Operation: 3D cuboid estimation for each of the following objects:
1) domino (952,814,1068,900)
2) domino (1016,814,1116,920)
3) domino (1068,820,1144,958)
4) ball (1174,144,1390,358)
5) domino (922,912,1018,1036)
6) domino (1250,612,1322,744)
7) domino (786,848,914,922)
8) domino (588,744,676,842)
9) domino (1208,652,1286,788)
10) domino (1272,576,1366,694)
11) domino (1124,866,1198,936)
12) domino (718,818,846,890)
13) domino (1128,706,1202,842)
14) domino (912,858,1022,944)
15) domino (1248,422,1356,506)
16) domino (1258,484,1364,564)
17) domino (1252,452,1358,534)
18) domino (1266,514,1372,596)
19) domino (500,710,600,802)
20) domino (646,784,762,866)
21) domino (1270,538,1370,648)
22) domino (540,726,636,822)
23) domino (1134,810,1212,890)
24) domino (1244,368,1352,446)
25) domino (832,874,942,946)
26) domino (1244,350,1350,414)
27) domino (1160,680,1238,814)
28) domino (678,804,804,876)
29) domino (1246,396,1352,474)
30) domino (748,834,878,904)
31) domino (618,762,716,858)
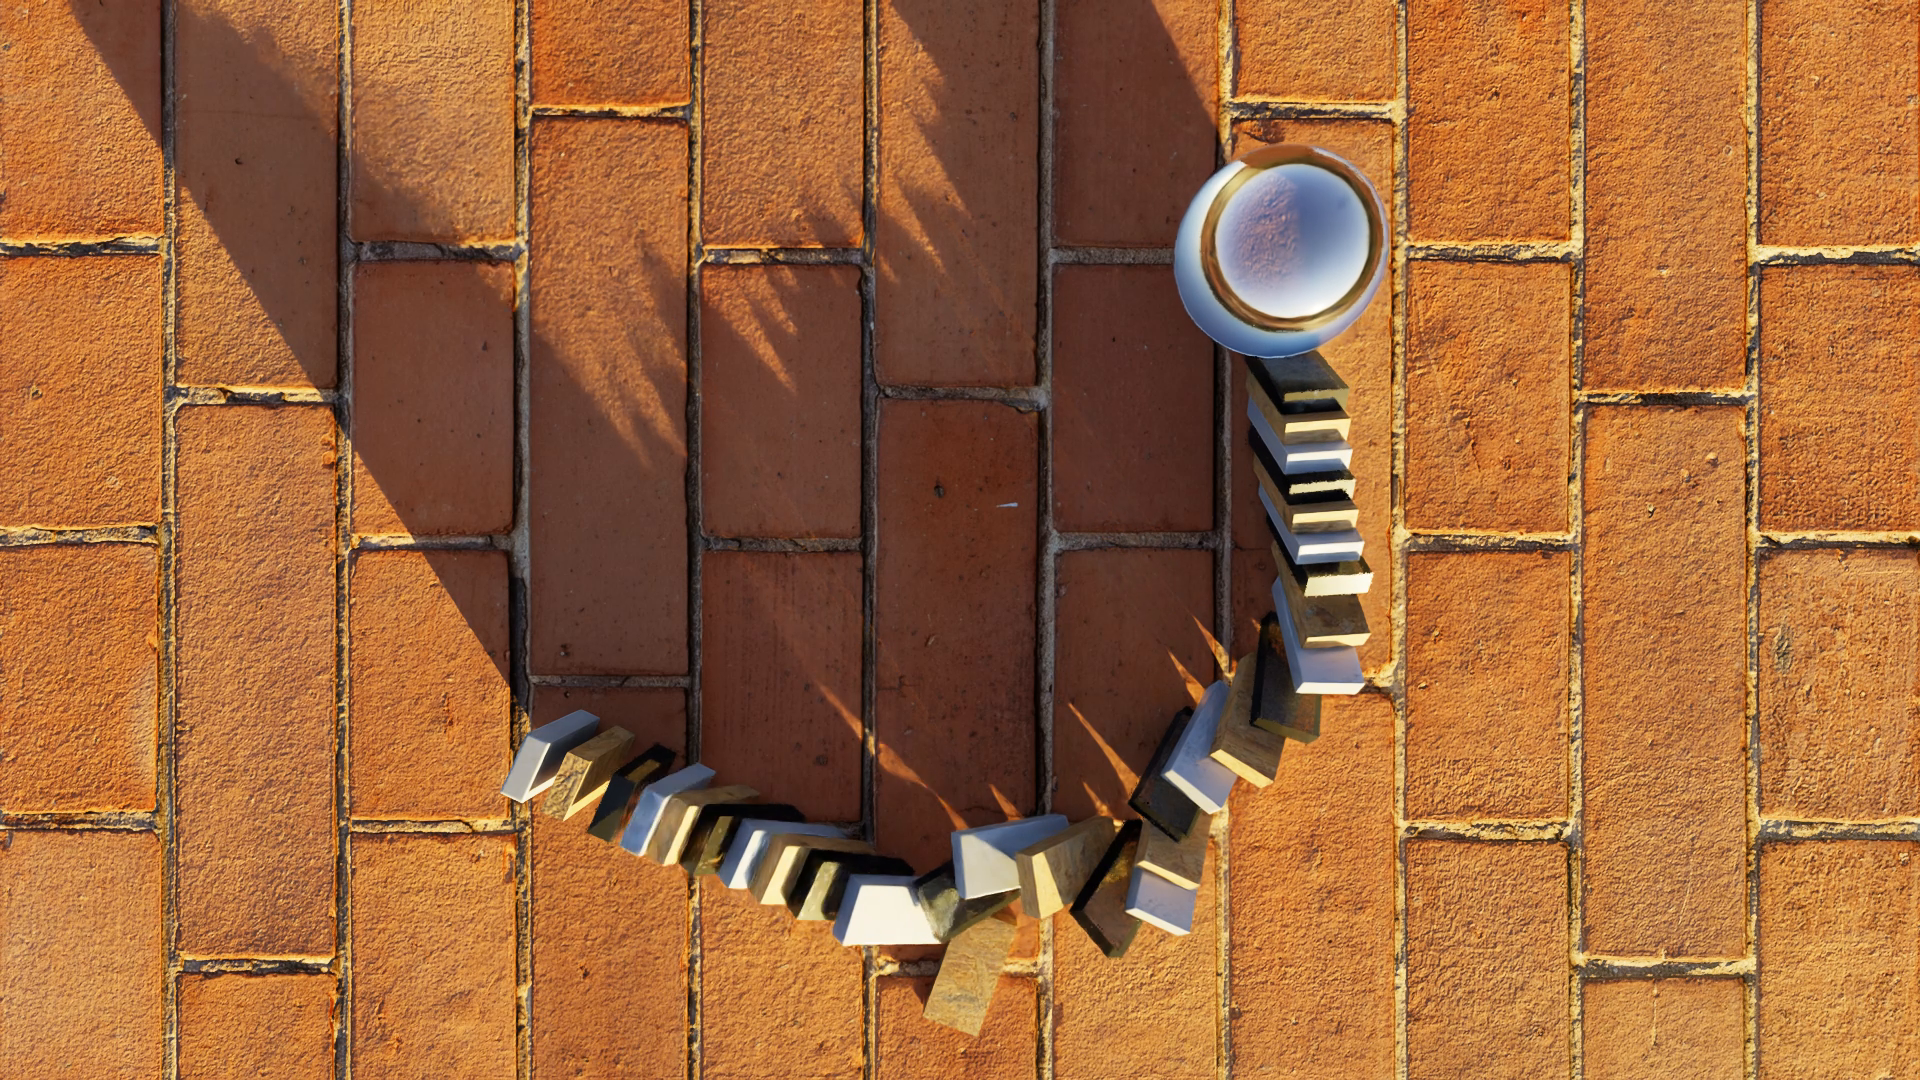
[{"bbox_3d":[0.022,0.132,0.383,0.050,0.009,0.025,-2,82,-24],"label":"domino"},{"bbox_3d":[0.046,0.135,0.380,0.050,0.009,0.025,-8,90,-41],"label":"domino"},{"bbox_3d":[0.068,0.144,0.380,0.025,0.009,0.050,50,52,-4],"label":"domino"},{"bbox_3d":[0.125,-0.112,0.360,0.080,0.080,0.080,0,90,0],"label":"ball"},{"bbox_3d":[0.004,0.184,0.395,0.025,0.009,0.050,20,90,0],"label":"domino"},{"bbox_3d":[0.137,0.057,0.383,0.025,0.010,0.050,18,58,0],"label":"domino"},{"bbox_3d":[-0.044,0.144,0.380,0.050,0.010,0.025,24,90,-41],"label":"domino"},{"bbox_3d":[-0.133,0.102,0.375,0.009,0.050,0.025,24,90,0],"label":"domino"},{"bbox_3d":[0.123,0.074,0.382,0.025,0.009,0.050,31,56,0],"label":"domino"},{"bbox_3d":[0.148,0.039,0.382,0.025,0.010,0.050,1,56,-2],"label":"domino"},{"bbox_3d":[0.087,0.134,0.381,0.025,0.009,0.050,26,56,-5],"label":"domino"},{"bbox_3d":[-0.072,0.131,0.379,0.009,0.050,0.025,24,90,44],"label":"domino"},{"bbox_3d":[0.092,0.097,0.381,0.025,0.009,0.050,37,56,4],"label":"domino"},{"bbox_3d":[0.008,0.144,0.385,0.050,0.010,0.025,-21,90,-26],"label":"domino"},{"bbox_3d":[0.139,-0.033,0.377,0.025,0.050,0.009,-5,126,-1],"label":"domino"},{"bbox_3d":[0.143,-0.010,0.377,0.025,0.050,0.010,-4,127,0],"label":"domino"},{"bbox_3d":[0.141,-0.022,0.377,0.025,0.050,0.010,-4,126,0],"label":"domino"},{"bbox_3d":[0.147,0.002,0.377,0.025,0.050,0.010,-4,128,0],"label":"domino"},{"bbox_3d":[-0.166,0.087,0.375,0.010,0.050,0.025,25,90,0],"label":"domino"},{"bbox_3d":[-0.104,0.116,0.375,0.009,0.050,0.025,24,90,23],"label":"domino"},{"bbox_3d":[0.149,0.020,0.382,0.025,0.009,0.050,-4,56,0],"label":"domino"},{"bbox_3d":[-0.151,0.094,0.375,0.009,0.050,0.025,25,90,0],"label":"domino"},{"bbox_3d":[0.091,0.115,0.381,0.025,0.010,0.050,25,56,-4],"label":"domino"},{"bbox_3d":[0.138,-0.057,0.377,0.025,0.050,0.010,-4,126,0],"label":"domino"},{"bbox_3d":[-0.026,0.154,0.382,0.050,0.010,0.025,17,90,-36],"label":"domino"},{"bbox_3d":[0.137,-0.069,0.377,0.025,0.050,0.009,-4,126,0],"label":"domino"},{"bbox_3d":[0.106,0.085,0.381,0.025,0.010,0.050,38,56,5],"label":"domino"},{"bbox_3d":[-0.089,0.123,0.377,0.010,0.050,0.025,24,90,35],"label":"domino"},{"bbox_3d":[0.138,-0.045,0.377,0.025,0.050,0.009,-4,126,0],"label":"domino"},{"bbox_3d":[-0.060,0.137,0.379,0.050,0.009,0.025,24,90,-44],"label":"domino"},{"bbox_3d":[-0.118,0.109,0.375,0.009,0.050,0.025,24,90,8],"label":"domino"}]
